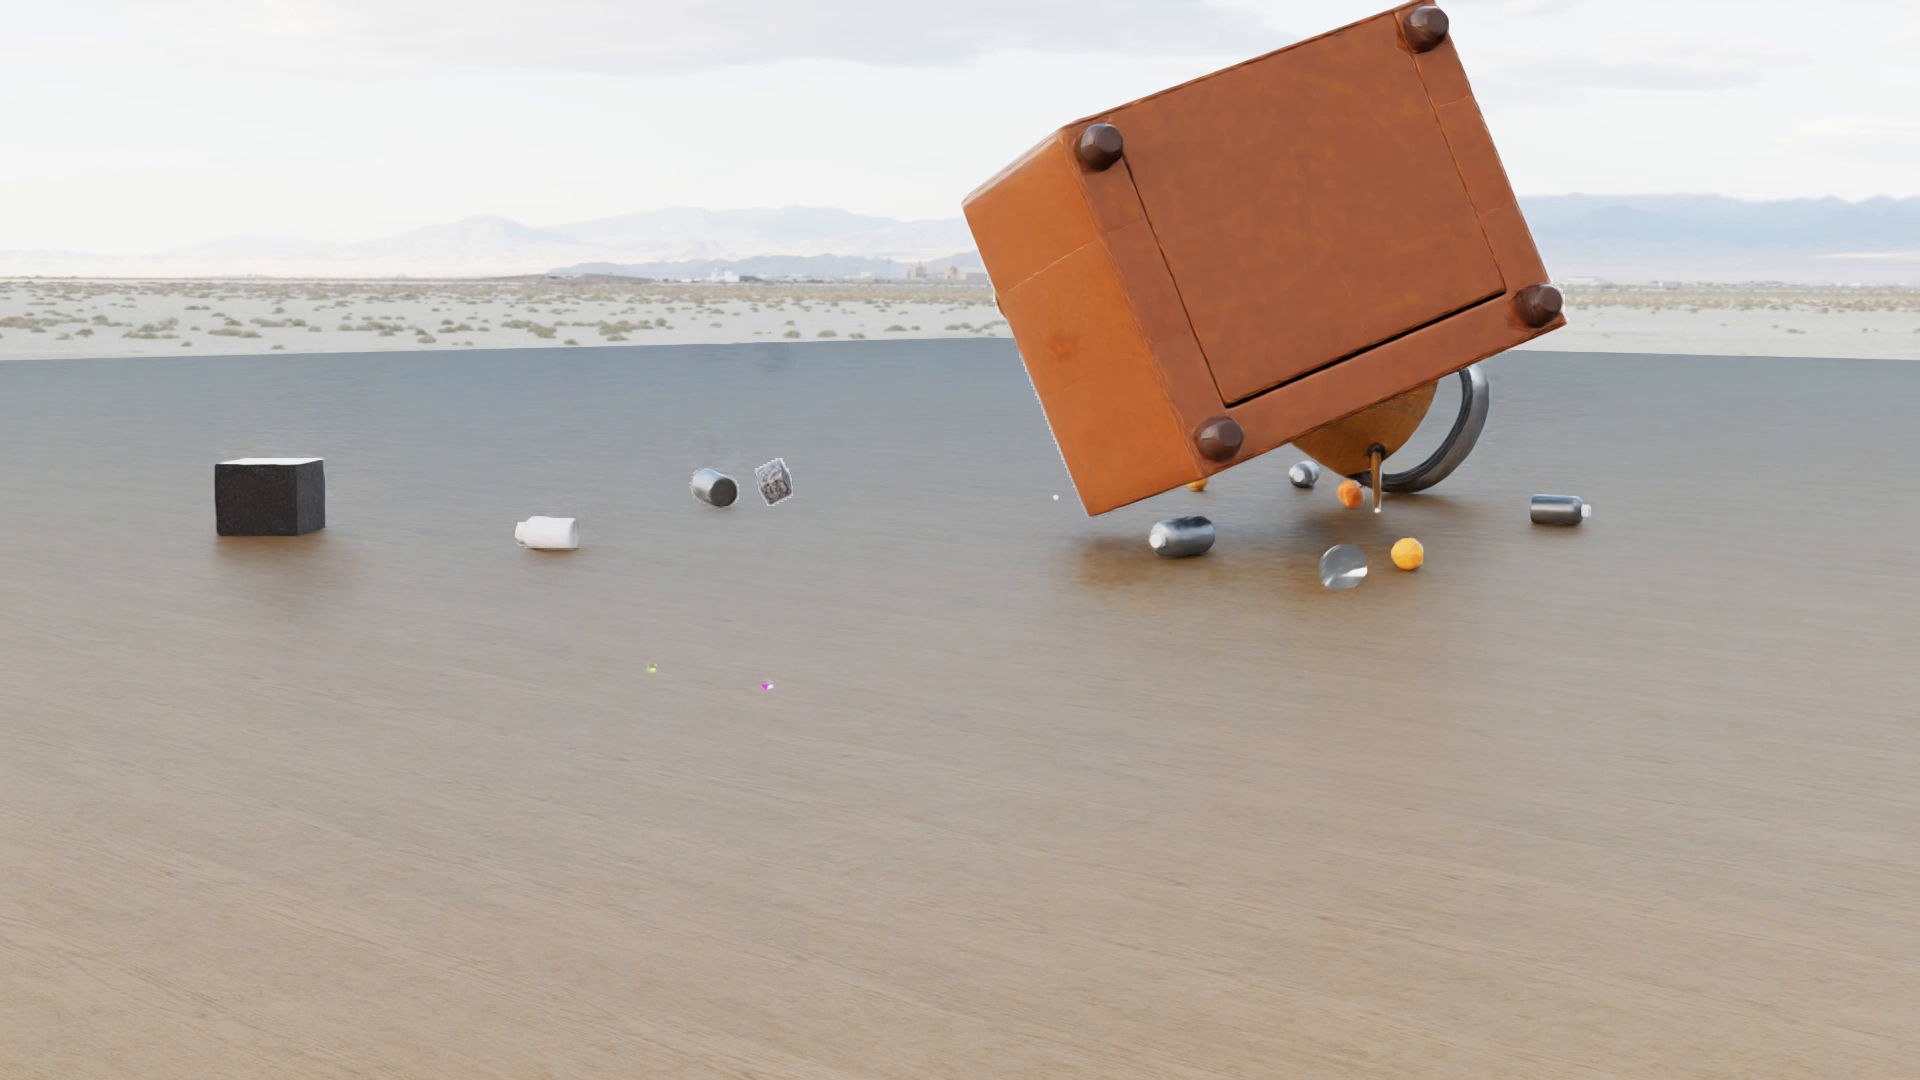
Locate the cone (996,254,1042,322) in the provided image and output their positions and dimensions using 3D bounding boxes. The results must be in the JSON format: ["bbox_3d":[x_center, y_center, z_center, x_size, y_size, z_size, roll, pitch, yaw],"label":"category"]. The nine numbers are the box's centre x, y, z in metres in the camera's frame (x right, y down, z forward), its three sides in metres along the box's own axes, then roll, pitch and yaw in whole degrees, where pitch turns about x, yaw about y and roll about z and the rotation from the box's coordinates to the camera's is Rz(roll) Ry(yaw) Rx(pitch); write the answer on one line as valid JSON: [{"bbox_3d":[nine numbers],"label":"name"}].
[{"bbox_3d":[0.192,-0.873,8.790,0.153,0.228,0.249,7,10,-4],"label":"cone"}]

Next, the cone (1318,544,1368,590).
[{"bbox_3d":[0.800,0.072,5.483,0.111,0.094,0.182,-31,-6,-8],"label":"cone"}]

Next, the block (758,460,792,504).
[{"bbox_3d":[-0.458,-0.142,6.339,0.062,0.051,0.118,-27,23,4],"label":"block"}]

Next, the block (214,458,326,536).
[{"bbox_3d":[-1.778,-0.112,6.619,0.212,0.181,0.213,0,6,5],"label":"block"}]
